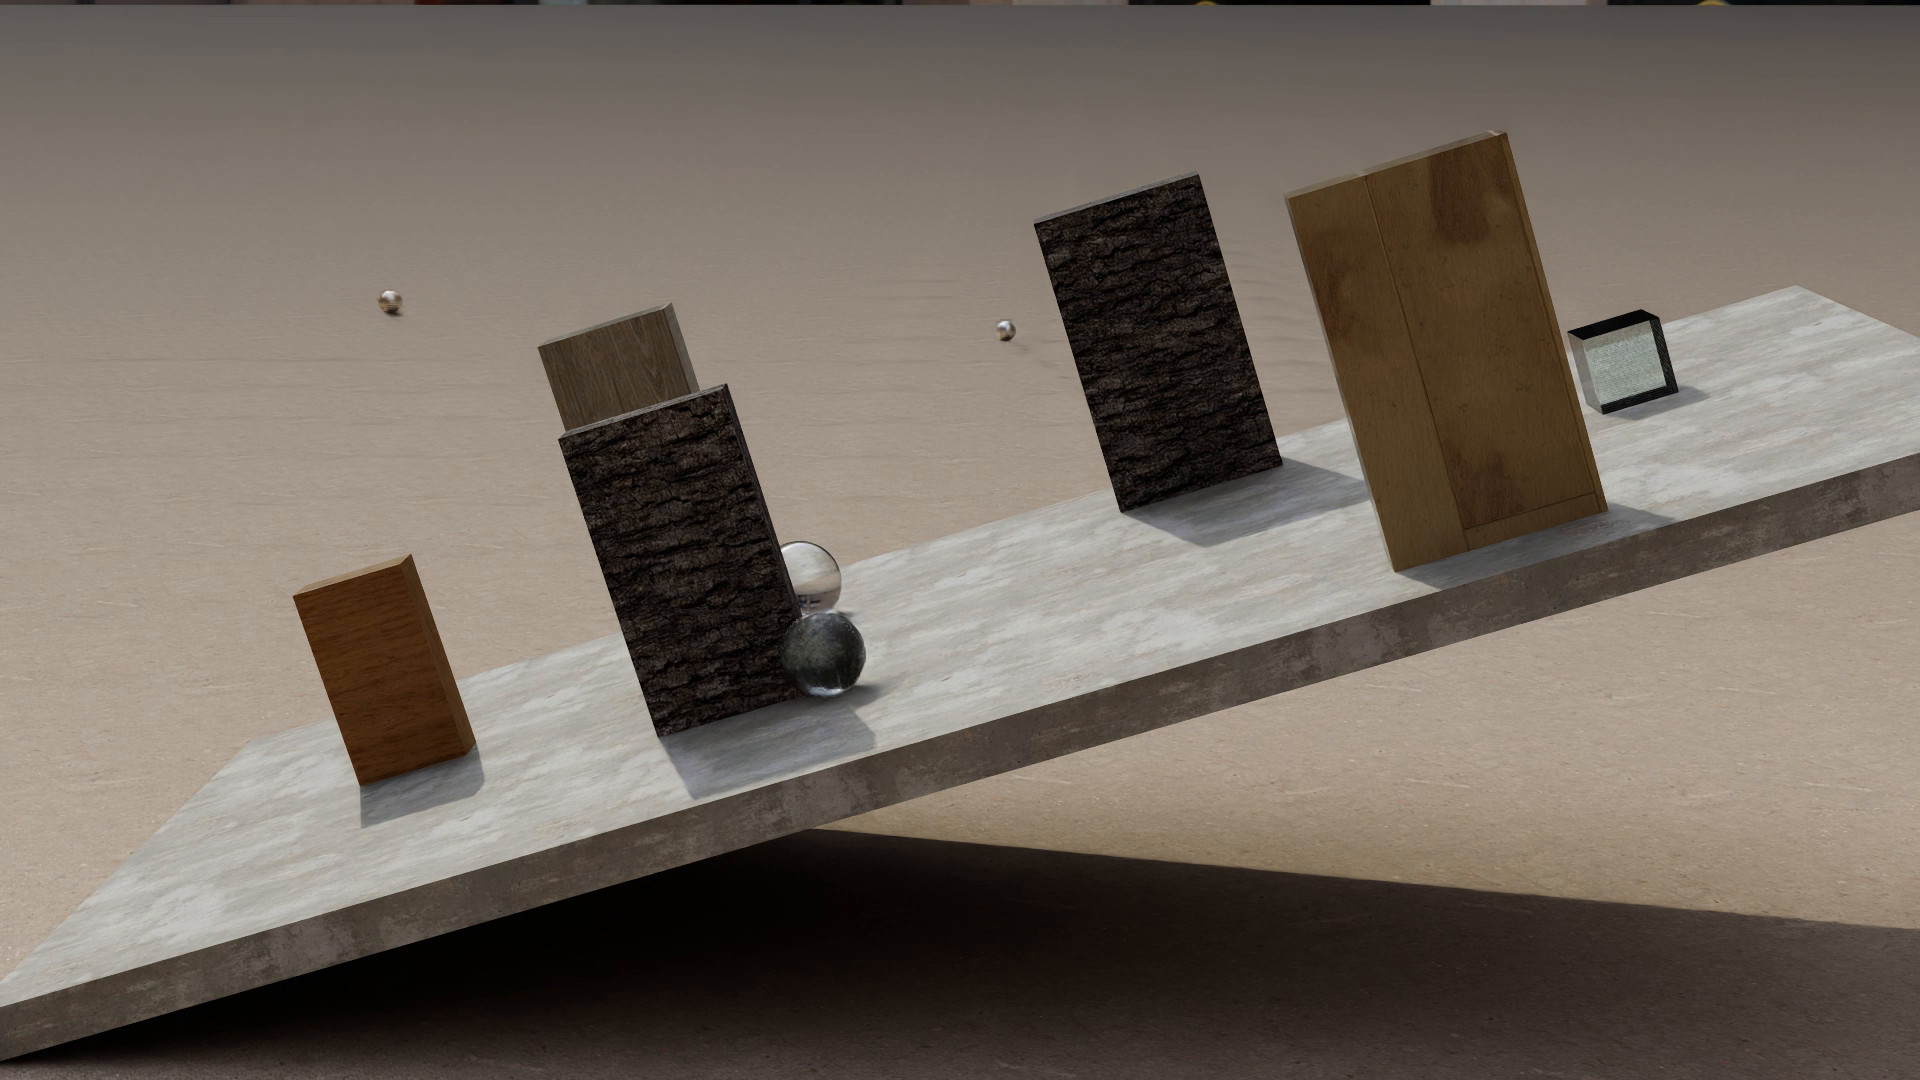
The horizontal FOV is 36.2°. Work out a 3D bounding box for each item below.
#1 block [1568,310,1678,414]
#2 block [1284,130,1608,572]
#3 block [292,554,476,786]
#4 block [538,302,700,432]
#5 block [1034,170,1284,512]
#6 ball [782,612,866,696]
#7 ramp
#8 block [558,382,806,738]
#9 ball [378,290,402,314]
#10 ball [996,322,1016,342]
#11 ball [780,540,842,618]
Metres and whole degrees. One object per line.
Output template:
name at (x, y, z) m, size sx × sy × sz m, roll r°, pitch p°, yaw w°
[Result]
block at (1.436, -0.387, 6.379) m, size 0.168 × 0.168 × 0.168 m, roll -17°, pitch 10°, yaw 3°
block at (0.903, -0.351, 5.472) m, size 0.410 × 0.727 × 0.124 m, roll -16°, pitch 10°, yaw 5°
block at (-1.267, 0.287, 6.486) m, size 0.250 × 0.448 × 0.113 m, roll -16°, pitch 10°, yaw 5°
block at (-0.687, -0.117, 6.714) m, size 0.299 × 0.788 × 0.137 m, roll -16°, pitch 10°, yaw 5°
block at (0.464, -0.464, 6.885) m, size 0.395 × 0.706 × 0.137 m, roll -16°, pitch 10°, yaw 5°
ball at (-0.274, 0.231, 5.916) m, size 0.169 × 0.169 × 0.169 m, roll 0°, pitch 11°, yaw 0°
ramp at (0.095, 0.185, 6.316) m, size 4.000 × 0.100 × 2.000 m, roll -16°, pitch 10°, yaw 5°
block at (-0.548, 0.043, 6.015) m, size 0.347 × 0.648 × 0.103 m, roll -16°, pitch 10°, yaw 5°
ball at (-3.375, -1.409, 17.422) m, size 0.138 × 0.138 × 0.138 m, roll 0°, pitch 11°, yaw 0°
ball at (0.250, -1.146, 16.144) m, size 0.111 × 0.111 × 0.111 m, roll 0°, pitch 11°, yaw 0°
ball at (-0.365, 0.099, 6.712) m, size 0.194 × 0.194 × 0.194 m, roll 0°, pitch 11°, yaw 0°
